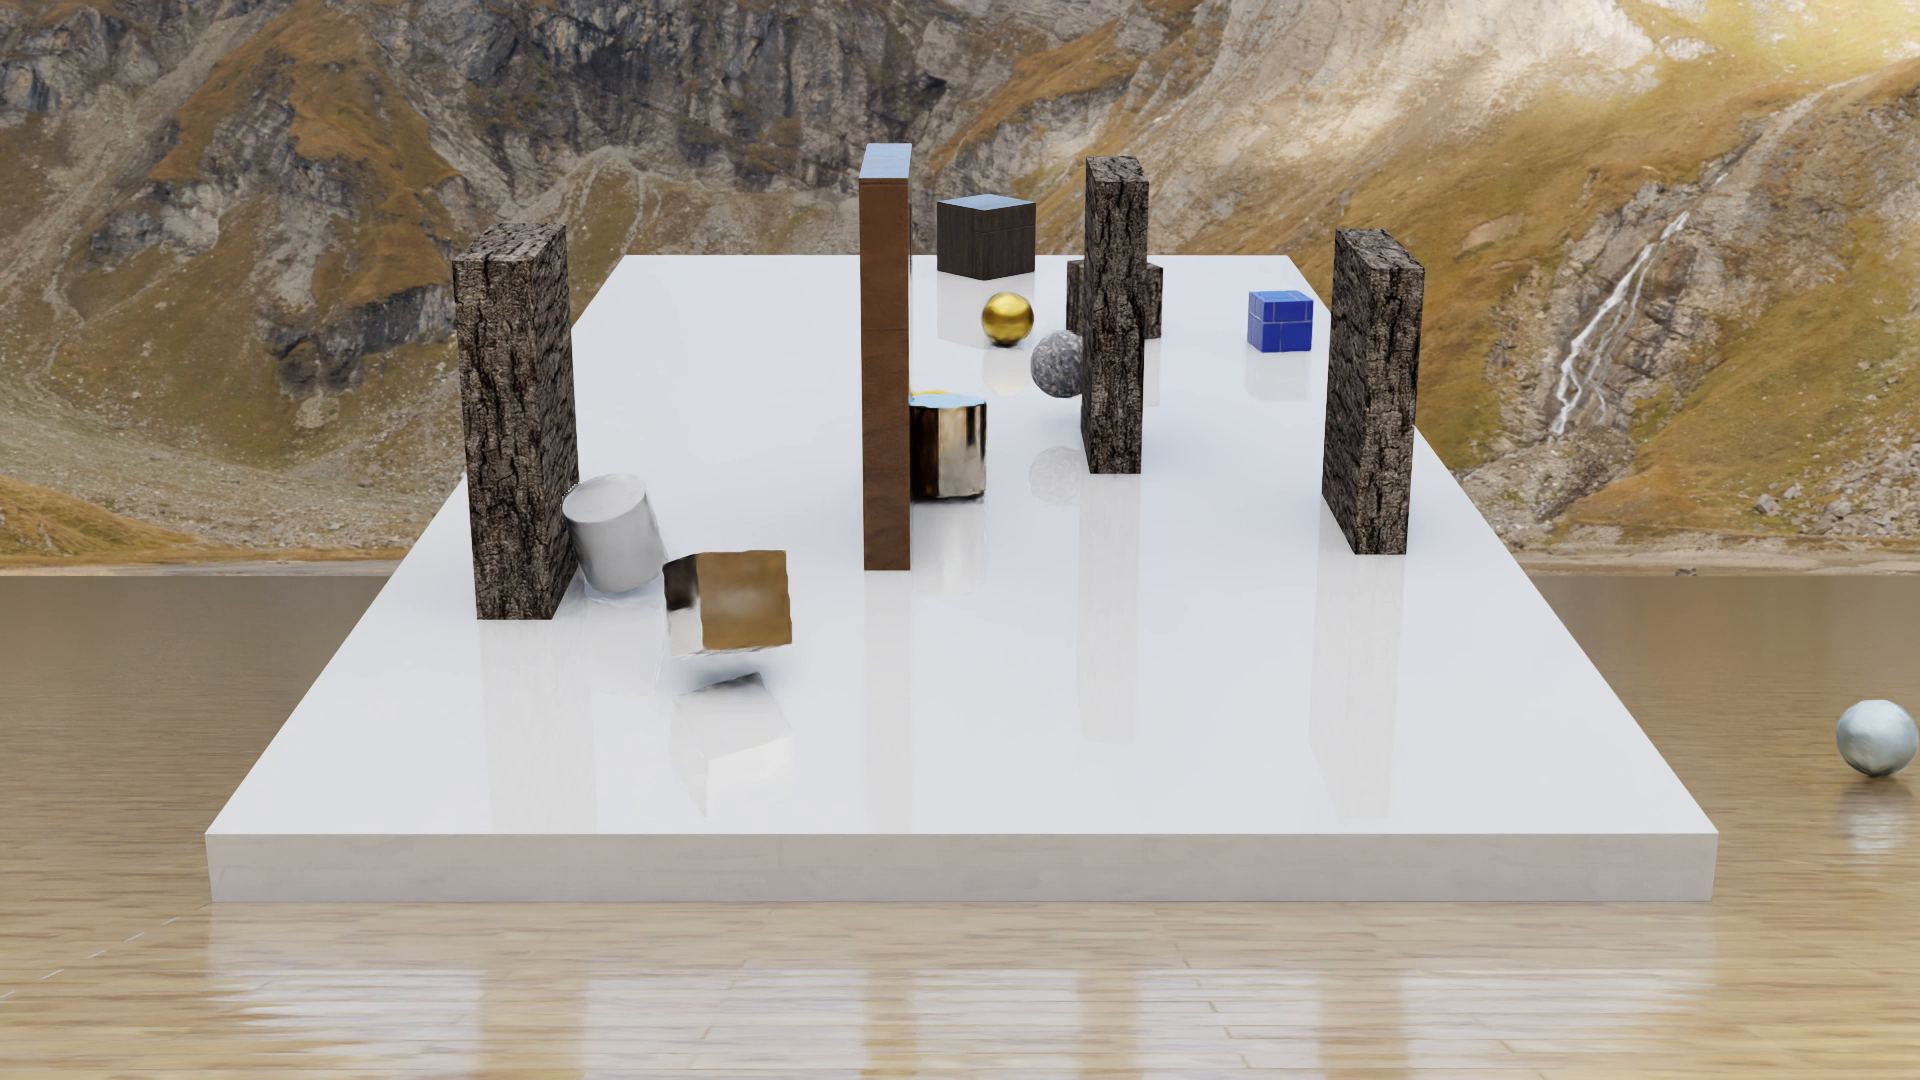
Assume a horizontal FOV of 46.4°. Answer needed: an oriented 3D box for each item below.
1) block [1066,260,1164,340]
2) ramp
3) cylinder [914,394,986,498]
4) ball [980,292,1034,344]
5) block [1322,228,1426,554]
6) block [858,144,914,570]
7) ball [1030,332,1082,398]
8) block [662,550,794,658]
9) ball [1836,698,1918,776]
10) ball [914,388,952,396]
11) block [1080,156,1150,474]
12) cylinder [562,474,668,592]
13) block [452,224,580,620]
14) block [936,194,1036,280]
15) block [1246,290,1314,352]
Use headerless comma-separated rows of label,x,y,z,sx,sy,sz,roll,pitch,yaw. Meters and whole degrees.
block,0.394,-0.616,5.727,0.181,0.181,0.181,-8,20,-23
ramp,-0.004,-0.188,4.873,2.000,0.100,4.000,0,18,0
cylinder,-0.036,-0.187,4.401,0.175,0.175,0.175,0,12,0
ball,0.119,-0.557,5.623,0.134,0.134,0.134,0,-1,0
block,0.762,-0.283,4.161,0.094,0.526,0.384,0,18,0
block,-0.130,-0.339,4.056,0.082,0.696,0.404,0,18,0
ball,0.225,-0.381,4.886,0.146,0.146,0.146,0,-1,0
block,-0.359,0.098,3.451,0.146,0.146,0.146,-3,-6,-28
ball,1.968,0.424,4.805,0.165,0.165,0.165,0,-1,0
ball,-0.055,-0.227,4.569,0.164,0.164,0.164,0,-1,0
block,0.316,-0.469,4.616,0.104,0.594,0.335,0,18,0
cylinder,-0.591,-0.013,3.840,0.146,0.146,0.146,-9,35,6
block,-0.743,-0.207,3.796,0.124,0.604,0.336,0,18,0
block,0.076,-0.880,6.497,0.202,0.202,0.202,-16,24,-40
block,0.801,-0.548,5.608,0.128,0.128,0.128,-3,18,-10
